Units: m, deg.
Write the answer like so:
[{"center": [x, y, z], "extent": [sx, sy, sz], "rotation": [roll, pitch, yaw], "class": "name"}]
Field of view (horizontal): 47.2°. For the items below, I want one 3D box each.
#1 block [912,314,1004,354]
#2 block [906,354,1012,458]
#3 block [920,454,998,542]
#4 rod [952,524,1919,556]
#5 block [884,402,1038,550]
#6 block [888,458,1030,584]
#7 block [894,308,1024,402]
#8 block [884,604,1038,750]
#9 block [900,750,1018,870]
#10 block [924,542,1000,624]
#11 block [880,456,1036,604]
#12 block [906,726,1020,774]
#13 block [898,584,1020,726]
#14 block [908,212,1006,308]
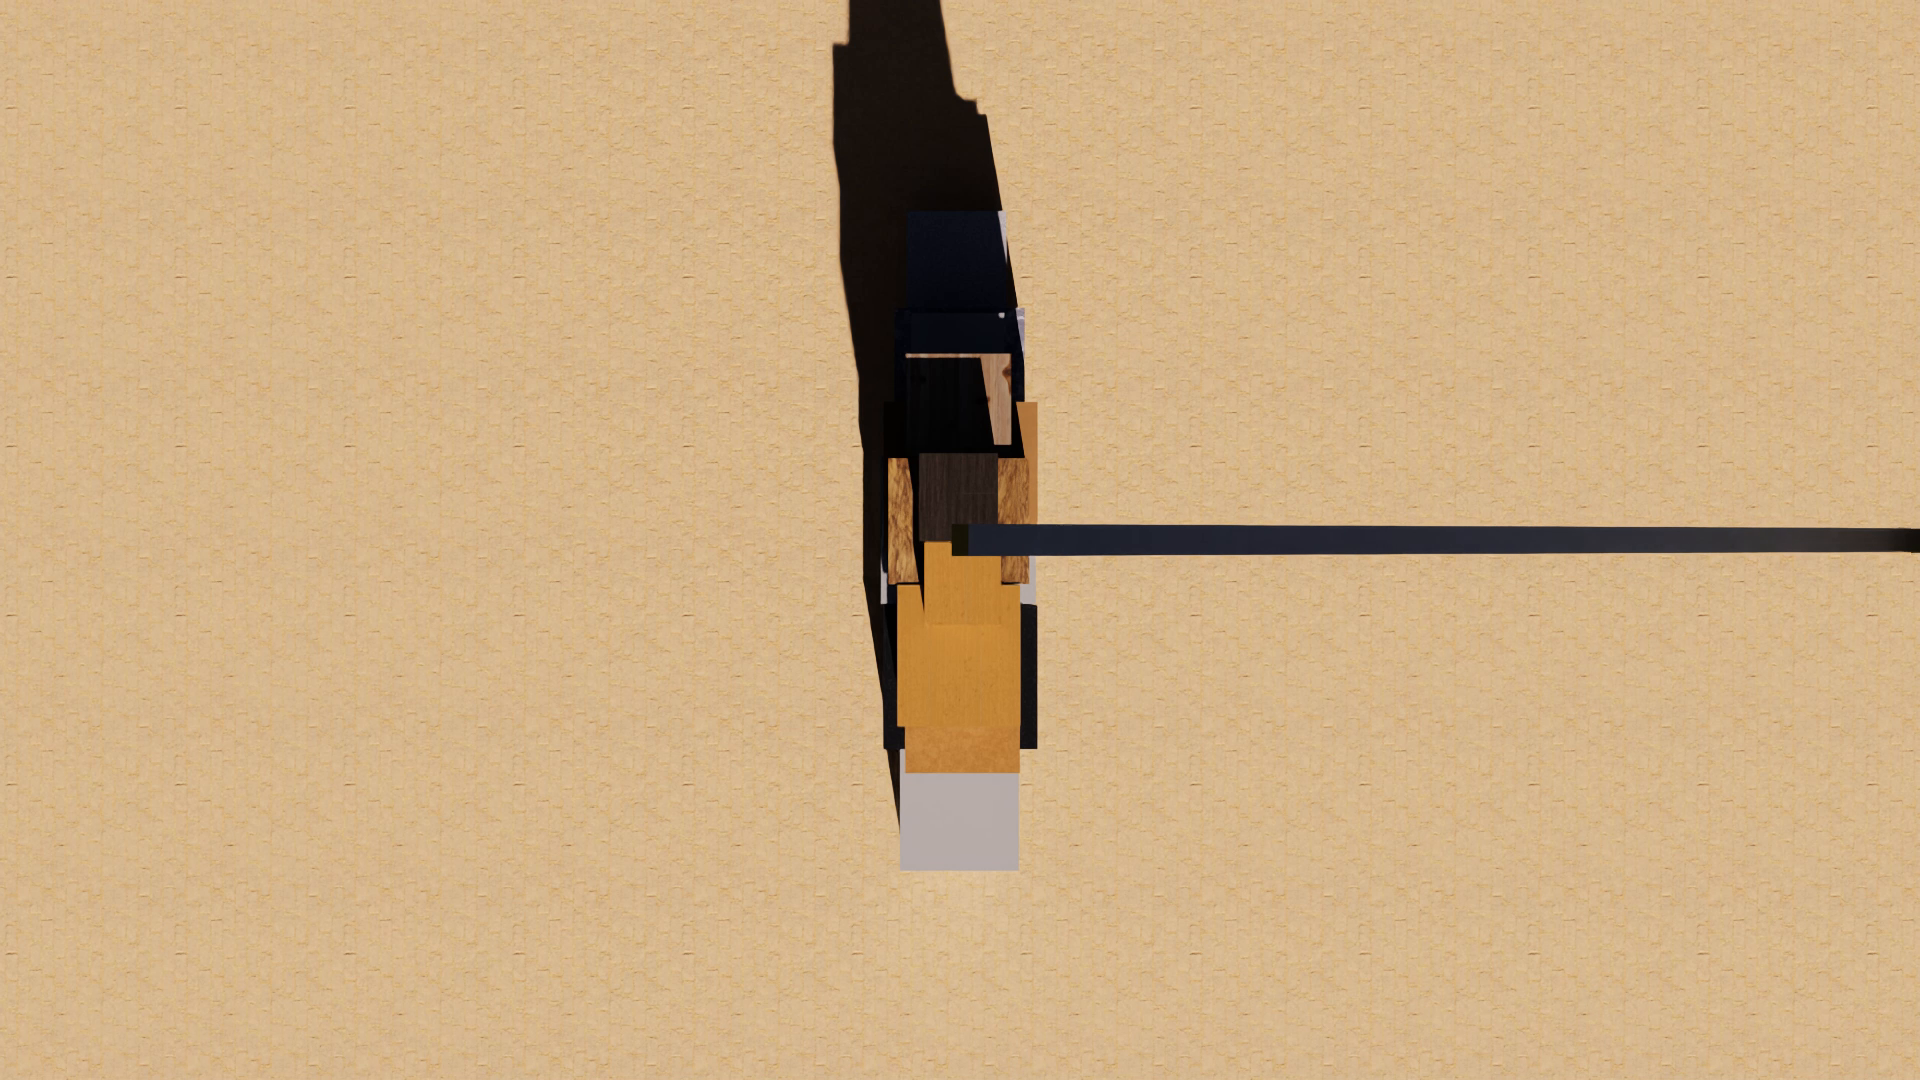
[{"center": [-0.012, -0.967, 11.958], "extent": [0.495, 0.433, 0.491], "rotation": [0, 90, 0], "class": "block"}, {"center": [-0.007, -0.662, 11.065], "extent": [0.518, 0.506, 0.507], "rotation": [0, 90, 0], "class": "block"}, {"center": [-0.006, -0.202, 10.563], "extent": [0.372, 0.370, 0.415], "rotation": [0, 90, 0], "class": "block"}, {"center": [2.212, 0.000, 6.793], "extent": [5.200, 0.080, 0.080], "rotation": [0, 90, -32], "class": "rod"}, {"center": [0.003, -0.330, 11.699], "extent": [0.793, 0.763, 0.761], "rotation": [0, 90, 0], "class": "block"}, {"center": [-0.005, -0.092, 11.033], "extent": [0.688, 0.570, 0.615], "rotation": [0, 90, 0], "class": "block"}, {"center": [-0.002, -0.878, 12.587], "extent": [0.722, 0.825, 0.816], "rotation": [0, 90, 0], "class": "block"}, {"center": [0.002, 0.759, 12.586], "extent": [0.855, 0.828, 0.798], "rotation": [0, 90, 0], "class": "block"}, {"center": [-0.003, 1.512, 12.672], "extent": [0.667, 0.657, 0.689], "rotation": [0, 90, 0], "class": "block"}, {"center": [0.013, 0.204, 10.567], "extent": [0.362, 0.331, 0.394], "rotation": [0, 89, 0], "class": "block"}, {"center": [-0.010, -0.055, 12.540], "extent": [0.852, 0.920, 0.810], "rotation": [0, 90, 0], "class": "block"}, {"center": [0.013, 0.874, 11.801], "extent": [0.597, 0.743, 0.676], "rotation": [0, 90, 0], "class": "block"}, {"center": [-0.006, 0.567, 11.079], "extent": [0.599, 0.700, 0.690], "rotation": [0, 89, 0], "class": "block"}, {"center": [-0.017, -1.577, 12.706], "extent": [0.561, 0.587, 0.561], "rotation": [0, 90, 0], "class": "block"}]
